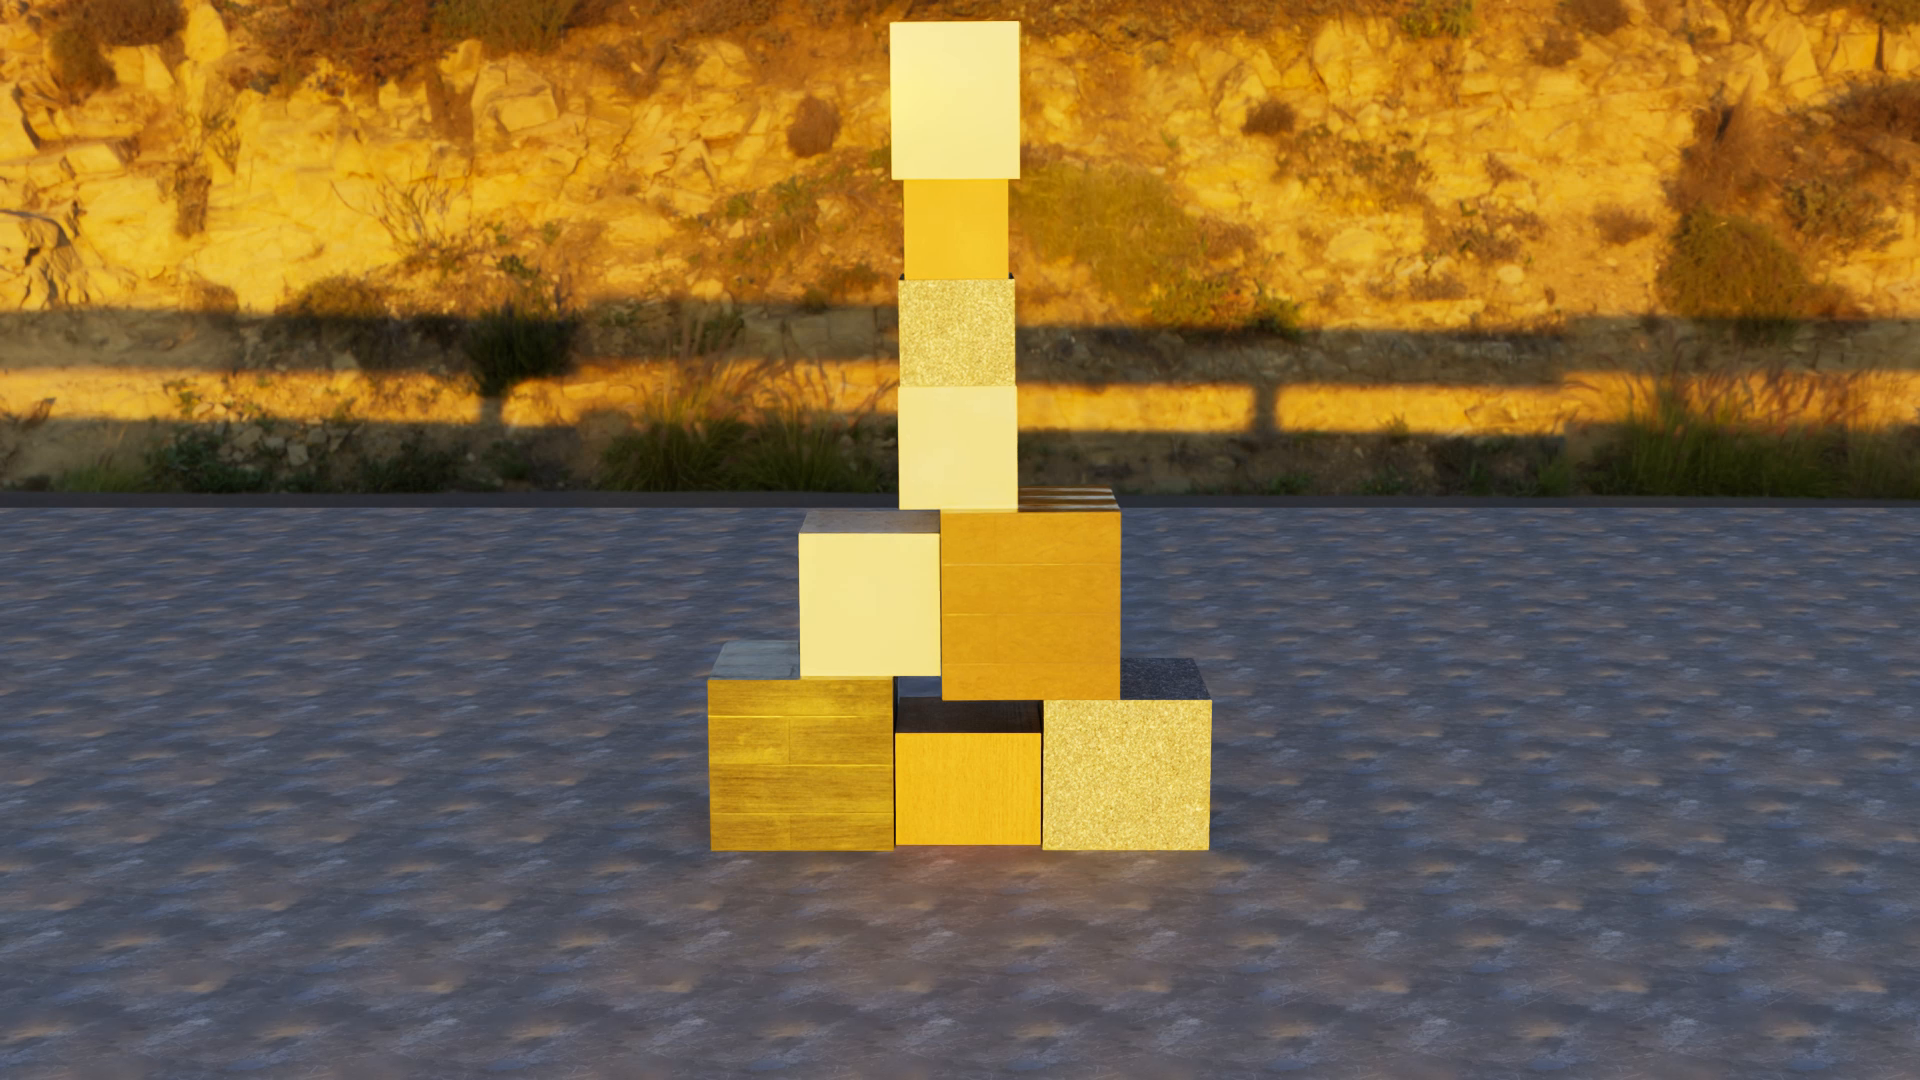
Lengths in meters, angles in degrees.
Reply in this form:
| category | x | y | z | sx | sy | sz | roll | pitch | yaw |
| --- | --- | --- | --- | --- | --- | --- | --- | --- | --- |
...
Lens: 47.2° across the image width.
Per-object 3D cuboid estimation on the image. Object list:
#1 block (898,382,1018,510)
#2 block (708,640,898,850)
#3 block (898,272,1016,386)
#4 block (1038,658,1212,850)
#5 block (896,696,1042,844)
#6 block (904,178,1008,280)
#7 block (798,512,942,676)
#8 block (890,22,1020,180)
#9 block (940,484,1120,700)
| category | x | y | z | sx | sy | sz | roll | pitch | yaw |
| --- | --- | --- | --- | --- | --- | --- | --- | --- | --- |
| block | -0.010 | -0.505 | 11.087 | 0.582 | 0.606 | 0.595 | 0 | 10 | 0 |
| block | -0.790 | 1.044 | 11.366 | 0.914 | 0.878 | 0.879 | 0 | 10 | 0 |
| block | -0.014 | -1.058 | 10.991 | 0.563 | 0.517 | 0.567 | 0 | 10 | 0 |
| block | 0.831 | 1.092 | 11.396 | 0.830 | 0.773 | 0.900 | 0 | 10 | 0 |
| block | 0.042 | 1.187 | 11.411 | 0.729 | 0.581 | 0.727 | 0 | 10 | 0 |
| block | -0.018 | -1.550 | 10.903 | 0.504 | 0.483 | 0.501 | 0 | 10 | 0 |
| block | -0.445 | 0.262 | 11.208 | 0.695 | 0.717 | 0.671 | 0 | 10 | 0 |
| block | -0.023 | -2.151 | 10.808 | 0.610 | 0.733 | 0.717 | 0 | 10 | 0 |
| block | 0.349 | 0.253 | 11.227 | 0.880 | 0.940 | 0.853 | 0 | 10 | 0 |
